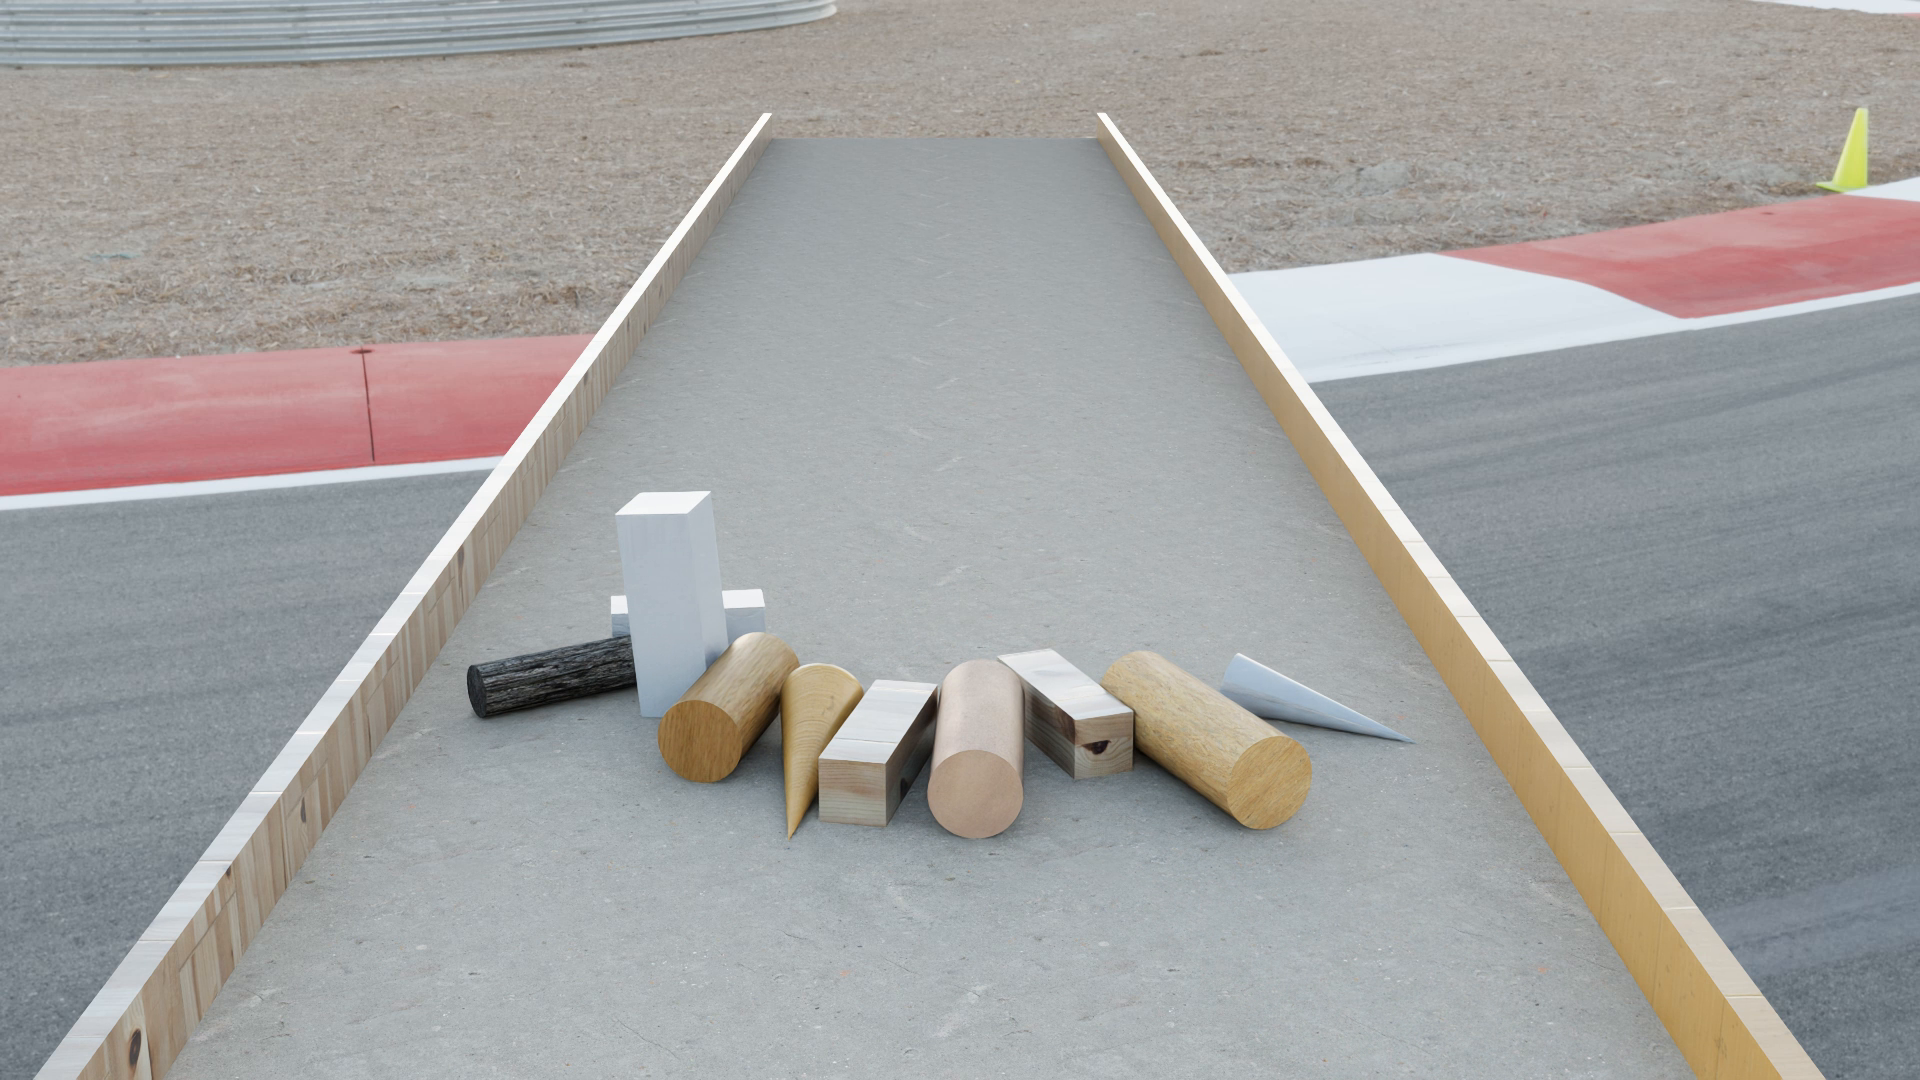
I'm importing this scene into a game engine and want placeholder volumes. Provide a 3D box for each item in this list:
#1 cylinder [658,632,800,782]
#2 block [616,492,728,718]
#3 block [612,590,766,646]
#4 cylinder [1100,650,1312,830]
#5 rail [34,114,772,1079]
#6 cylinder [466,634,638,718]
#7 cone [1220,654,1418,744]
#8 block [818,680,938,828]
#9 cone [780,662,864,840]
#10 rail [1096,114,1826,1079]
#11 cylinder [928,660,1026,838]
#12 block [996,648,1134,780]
[{"bbox_3d":[-0.410,0.297,3.962,0.153,0.153,0.366,4,17,12],"label":"cylinder"},{"bbox_3d":[-0.530,0.120,4.104,0.138,0.397,0.138,-1,18,12],"label":"block"},{"bbox_3d":[-0.548,0.177,4.434,0.303,0.112,0.112,-3,17,-8],"label":"block"},{"bbox_3d":[0.415,0.338,3.804,0.163,0.163,0.458,-7,18,-23],"label":"cylinder"},{"bbox_3d":[-1.118,-0.838,7.780,0.050,0.150,12.000,0,17,-1],"label":"rail"},{"bbox_3d":[-0.709,0.247,4.221,0.460,0.100,0.100,-11,20,-32],"label":"cylinder"},{"bbox_3d":[0.672,0.318,4.058,0.373,0.113,0.113,18,22,24],"label":"cone"},{"bbox_3d":[-0.137,0.364,3.805,0.114,0.114,0.383,4,17,12],"label":"block"},{"bbox_3d":[-0.264,0.391,3.777,0.157,0.157,0.455,1,26,4],"label":"cone"},{"bbox_3d":[0.932,-0.844,7.801,0.050,0.150,12.000,0,17,-1],"label":"rail"},{"bbox_3d":[0.032,0.351,3.775,0.156,0.156,0.434,1,17,2],"label":"cylinder"},{"bbox_3d":[0.186,0.311,3.985,0.111,0.111,0.354,-6,18,-21],"label":"block"}]
